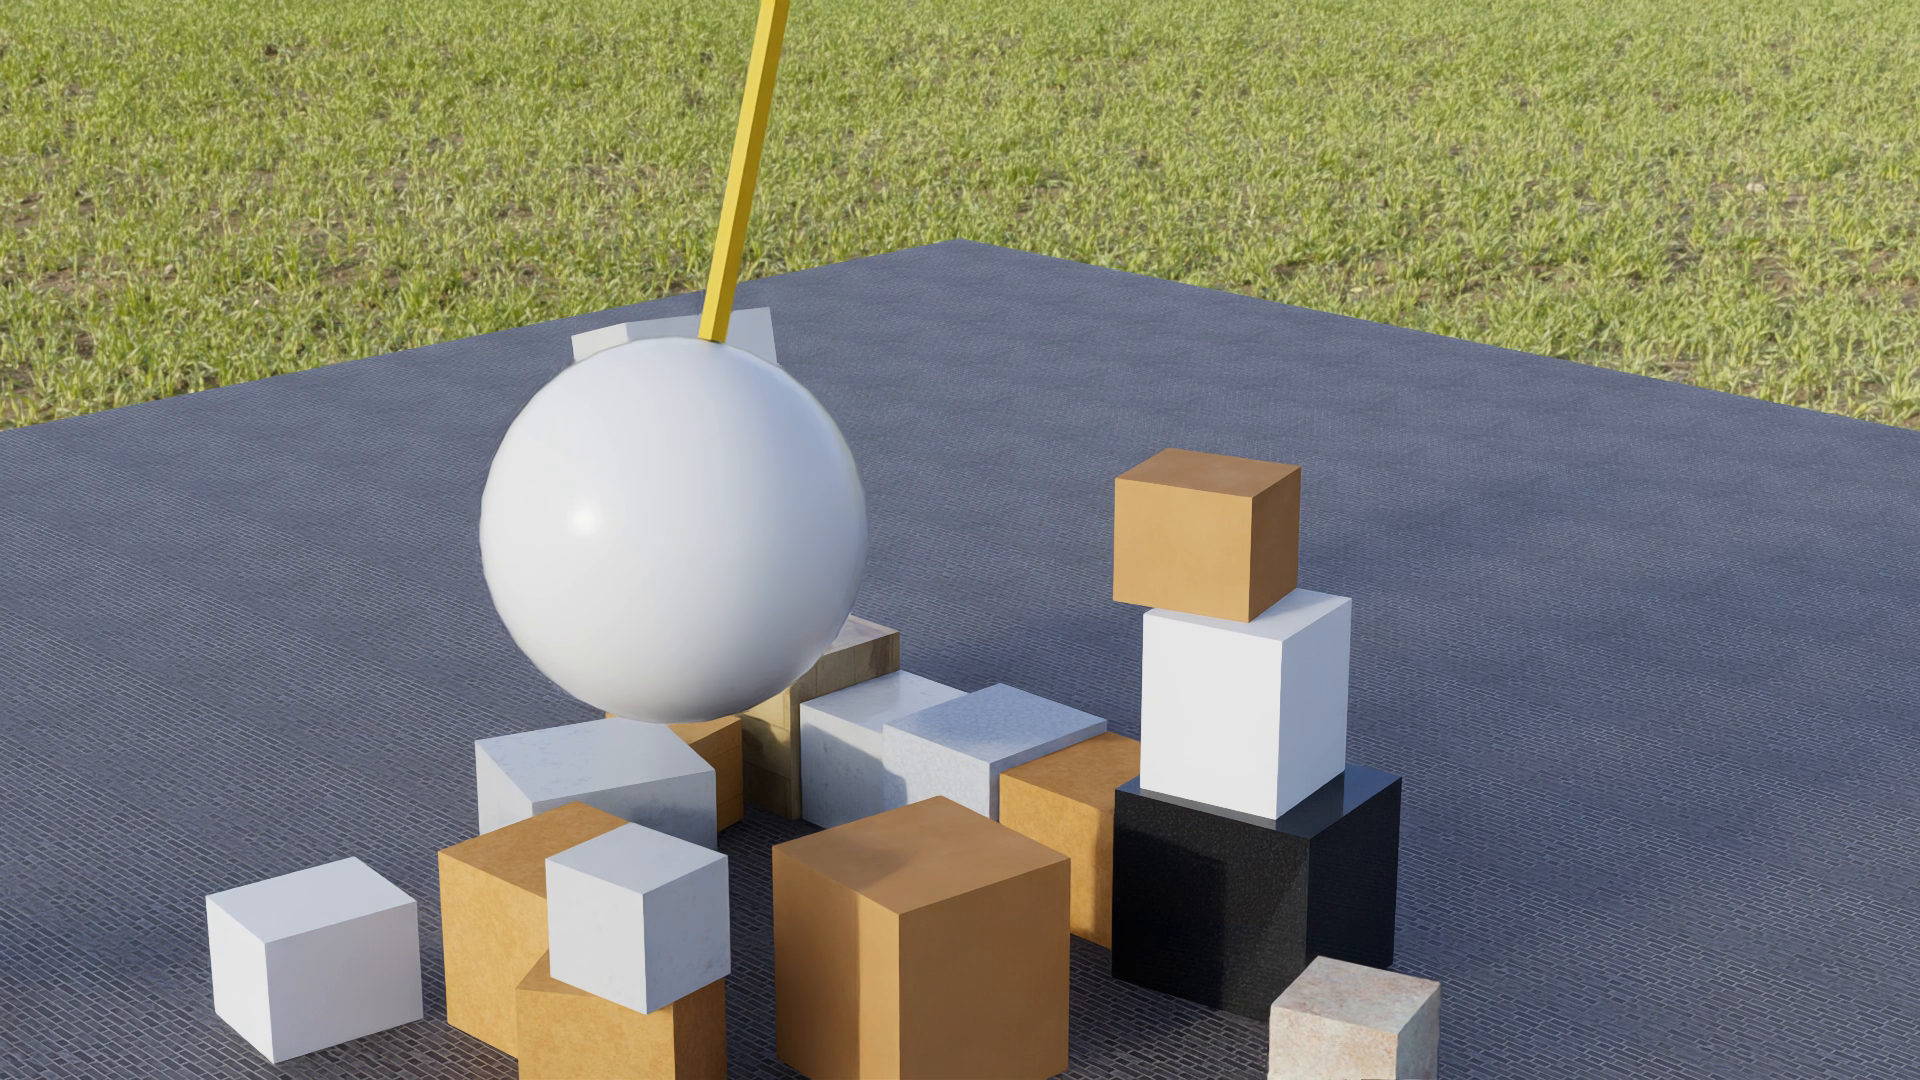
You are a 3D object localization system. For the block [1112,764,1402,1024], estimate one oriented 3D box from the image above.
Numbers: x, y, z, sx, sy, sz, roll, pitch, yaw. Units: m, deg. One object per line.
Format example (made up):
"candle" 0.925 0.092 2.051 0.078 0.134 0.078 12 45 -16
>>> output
"block" 1.250 1.424 12.376 0.915 0.861 0.809 12 21 33

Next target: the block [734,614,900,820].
"block" -0.808 0.818 14.430 0.719 0.786 0.733 -17 24 -42

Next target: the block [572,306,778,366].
"block" -1.406 -0.750 14.669 0.774 0.691 0.723 -9 3 -28

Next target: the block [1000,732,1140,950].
"block" 0.667 1.325 13.074 0.673 0.632 0.718 16 24 42

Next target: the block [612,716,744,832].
"block" -1.395 1.112 13.953 0.531 0.512 0.492 11 20 31

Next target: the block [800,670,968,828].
"block" -0.296 1.055 14.003 0.664 0.590 0.648 -17 24 -42

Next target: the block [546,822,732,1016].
"block" -1.181 1.385 10.787 0.497 0.474 0.442 14 22 37

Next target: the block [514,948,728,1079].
"block" -1.268 1.911 11.083 0.606 0.708 0.628 4 18 12

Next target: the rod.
"rod" -0.509 -3.357 11.753 0.080 5.200 0.080 17 8 42

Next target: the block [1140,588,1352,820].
"block" 1.187 0.636 12.174 0.629 0.764 0.641 11 20 31

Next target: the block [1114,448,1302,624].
"block" 1.023 -0.027 12.129 0.604 0.528 0.523 9 20 27

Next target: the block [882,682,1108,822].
"block" 0.161 1.159 13.509 0.764 0.689 0.686 -16 24 -42

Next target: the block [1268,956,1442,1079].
"block" 1.503 1.972 11.182 0.502 0.532 0.485 9 20 27

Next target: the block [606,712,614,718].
"block" -1.298 0.720 14.954 0.687 0.658 0.758 17 24 42

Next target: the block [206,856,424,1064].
"block" -2.644 1.711 12.022 0.663 0.527 0.565 -13 22 -35

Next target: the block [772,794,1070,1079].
"block" -0.153 1.652 11.559 0.841 0.917 0.815 -13 22 -36

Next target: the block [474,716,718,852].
"block" -1.599 1.305 12.910 0.825 0.769 0.792 -8 19 -25

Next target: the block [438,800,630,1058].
"block" -1.567 1.619 11.913 0.789 0.767 0.723 16 23 41

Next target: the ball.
"ball" -1.175 -0.040 12.097 1.600 1.600 1.600 0 17 0
